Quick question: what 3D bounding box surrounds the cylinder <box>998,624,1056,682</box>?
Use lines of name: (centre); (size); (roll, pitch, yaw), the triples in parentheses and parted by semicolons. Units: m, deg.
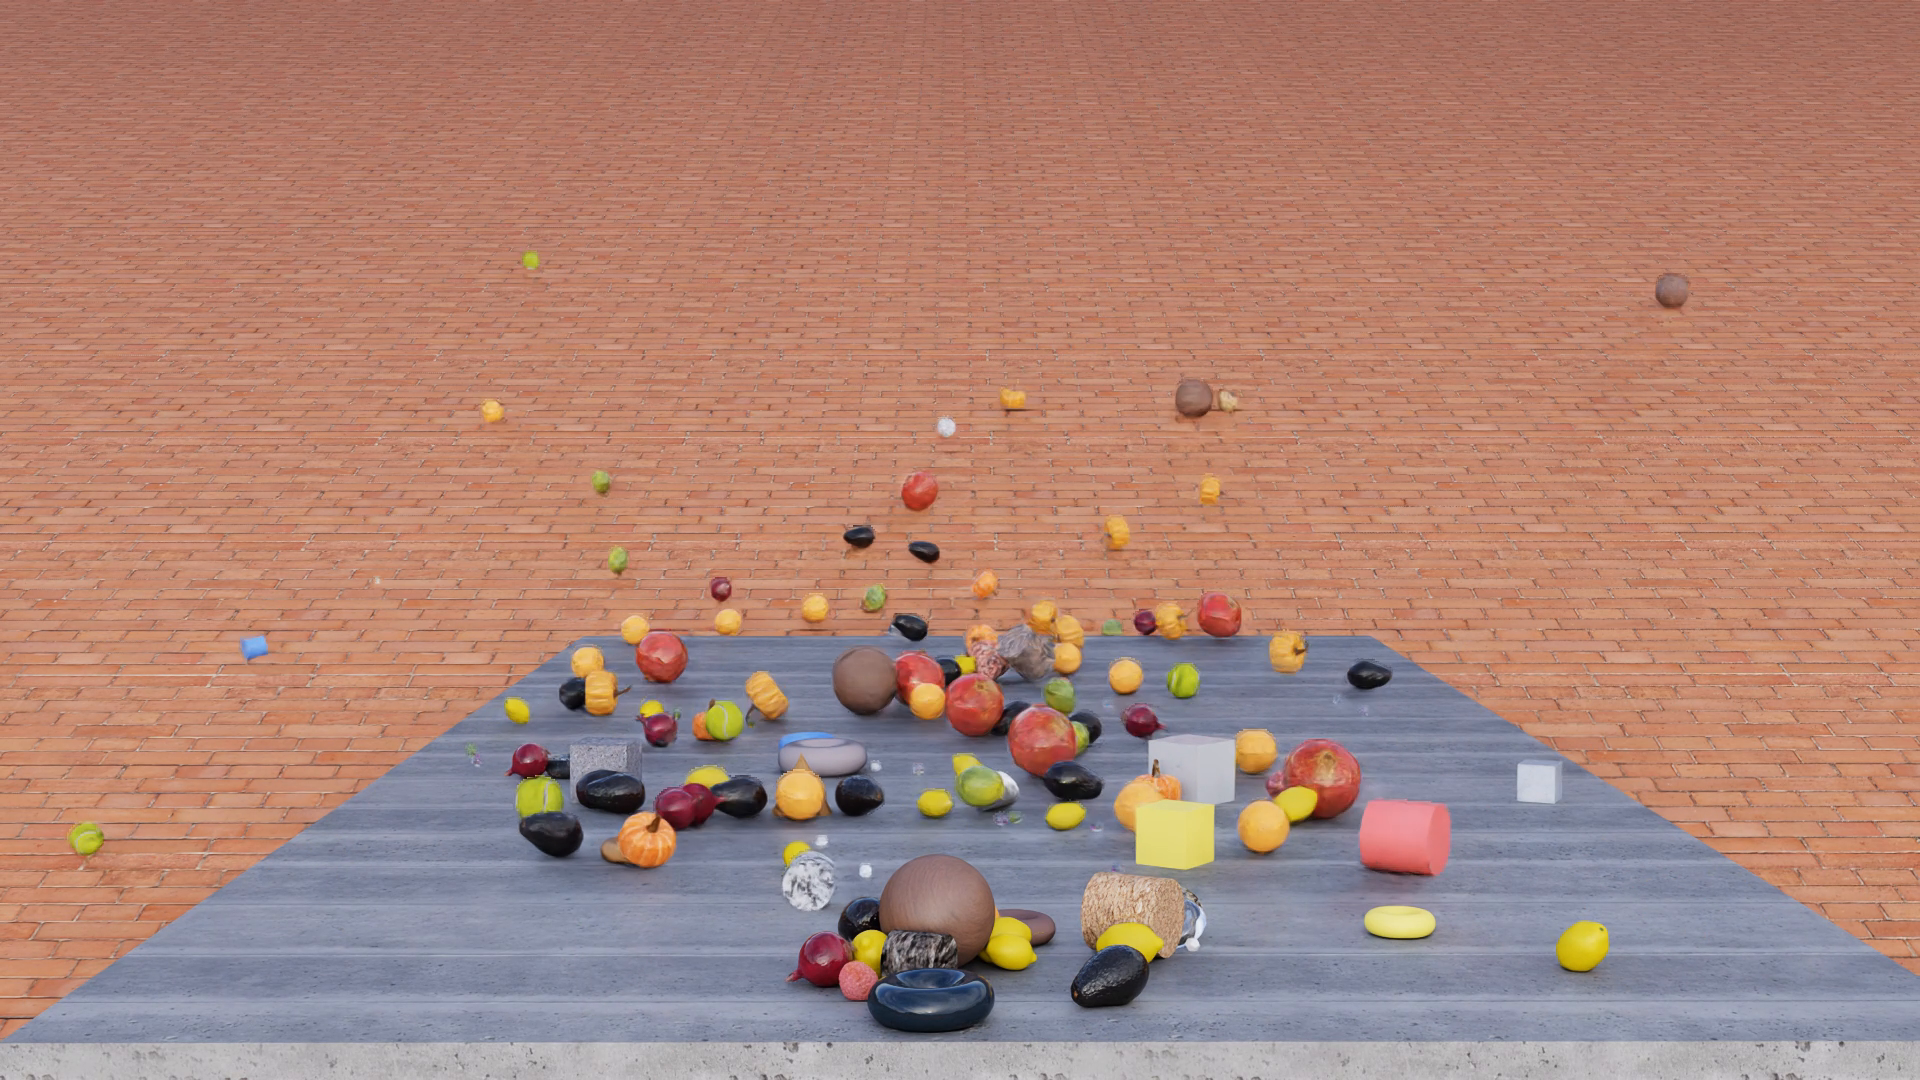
cylinder: (0.144, 0.243, 5.525); (0.090, 0.090, 0.090); (-28, 36, 23)

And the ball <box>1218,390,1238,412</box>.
ball: (0.906, -0.470, 8.684); (0.072, 0.072, 0.072); (0, 20, 0)

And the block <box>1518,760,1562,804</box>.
block: (0.901, 0.375, 3.988); (0.058, 0.058, 0.058); (2, 4, 24)

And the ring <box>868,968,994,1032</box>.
ring: (-0.030, 0.469, 2.621); (0.131, 0.044, 0.131); (-1, 4, 0)

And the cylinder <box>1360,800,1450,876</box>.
cylinder: (0.590, 0.394, 3.402); (0.093, 0.093, 0.093); (2, 18, 29)

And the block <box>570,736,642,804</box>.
block: (-0.551, 0.358, 4.000); (0.090, 0.090, 0.090); (0, 4, 8)

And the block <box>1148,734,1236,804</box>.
block: (0.359, 0.357, 3.976); (0.095, 0.095, 0.095); (3, 5, 42)

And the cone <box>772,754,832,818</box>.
cone: (-0.238, 0.366, 3.870); (0.091, 0.091, 0.091); (0, 4, 0)

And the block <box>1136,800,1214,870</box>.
block: (0.291, 0.398, 3.474); (0.077, 0.077, 0.077); (2, 4, 34)

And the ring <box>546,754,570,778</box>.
ring: (-0.635, 0.373, 4.235); (0.098, 0.033, 0.098); (-1, 4, 0)

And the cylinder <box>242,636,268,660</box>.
cylinder: (-1.824, 0.278, 6.638); (0.051, 0.051, 0.051); (-14, 24, -34)

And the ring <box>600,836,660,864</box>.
ring: (-0.450, 0.422, 3.499); (0.080, 0.027, 0.080); (0, 7, 0)

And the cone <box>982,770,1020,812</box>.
cone: (0.047, 0.395, 3.906); (0.064, 0.064, 0.064); (11, 36, 28)

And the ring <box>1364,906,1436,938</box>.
ring: (0.519, 0.451, 3.028); (0.084, 0.028, 0.084); (0, 2, 0)

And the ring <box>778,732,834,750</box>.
ring: (-0.266, 0.357, 4.475); (0.102, 0.034, 0.102); (-1, 4, 0)

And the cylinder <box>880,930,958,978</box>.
cylinder: (-0.043, 0.451, 2.750); (0.062, 0.062, 0.062); (2, 19, 25)

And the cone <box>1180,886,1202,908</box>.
cone: (0.245, 0.451, 3.014); (0.065, 0.065, 0.065); (7, 32, 19)

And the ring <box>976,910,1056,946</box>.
ring: (0.065, 0.452, 2.989); (0.093, 0.031, 0.093); (1, 3, 0)

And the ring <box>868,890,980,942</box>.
ring: (-0.042, 0.444, 3.018); (0.134, 0.045, 0.134); (0, 5, 0)

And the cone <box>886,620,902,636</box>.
cone: (-0.175, 0.232, 6.768); (0.050, 0.050, 0.050); (0, 20, 0)

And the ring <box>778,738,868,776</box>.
ring: (-0.229, 0.362, 4.272); (0.150, 0.050, 0.150); (-1, 4, 0)

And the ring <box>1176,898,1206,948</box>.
ring: (0.248, 0.444, 2.974); (0.076, 0.025, 0.076); (-11, 30, 7)

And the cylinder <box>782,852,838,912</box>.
cylinder: (-0.186, 0.424, 3.187); (0.062, 0.062, 0.062); (1, 4, 2)

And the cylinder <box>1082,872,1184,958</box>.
cylinder: (0.197, 0.427, 2.925); (0.089, 0.089, 0.089); (2, 18, 28)

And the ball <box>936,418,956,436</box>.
ball: (-0.045, -0.369, 8.416); (0.062, 0.062, 0.062); (0, 20, 0)

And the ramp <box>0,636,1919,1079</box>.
ramp: (0.046, 0.419, 4.534); (2.000, 0.100, 4.000); (0, 4, 0)
